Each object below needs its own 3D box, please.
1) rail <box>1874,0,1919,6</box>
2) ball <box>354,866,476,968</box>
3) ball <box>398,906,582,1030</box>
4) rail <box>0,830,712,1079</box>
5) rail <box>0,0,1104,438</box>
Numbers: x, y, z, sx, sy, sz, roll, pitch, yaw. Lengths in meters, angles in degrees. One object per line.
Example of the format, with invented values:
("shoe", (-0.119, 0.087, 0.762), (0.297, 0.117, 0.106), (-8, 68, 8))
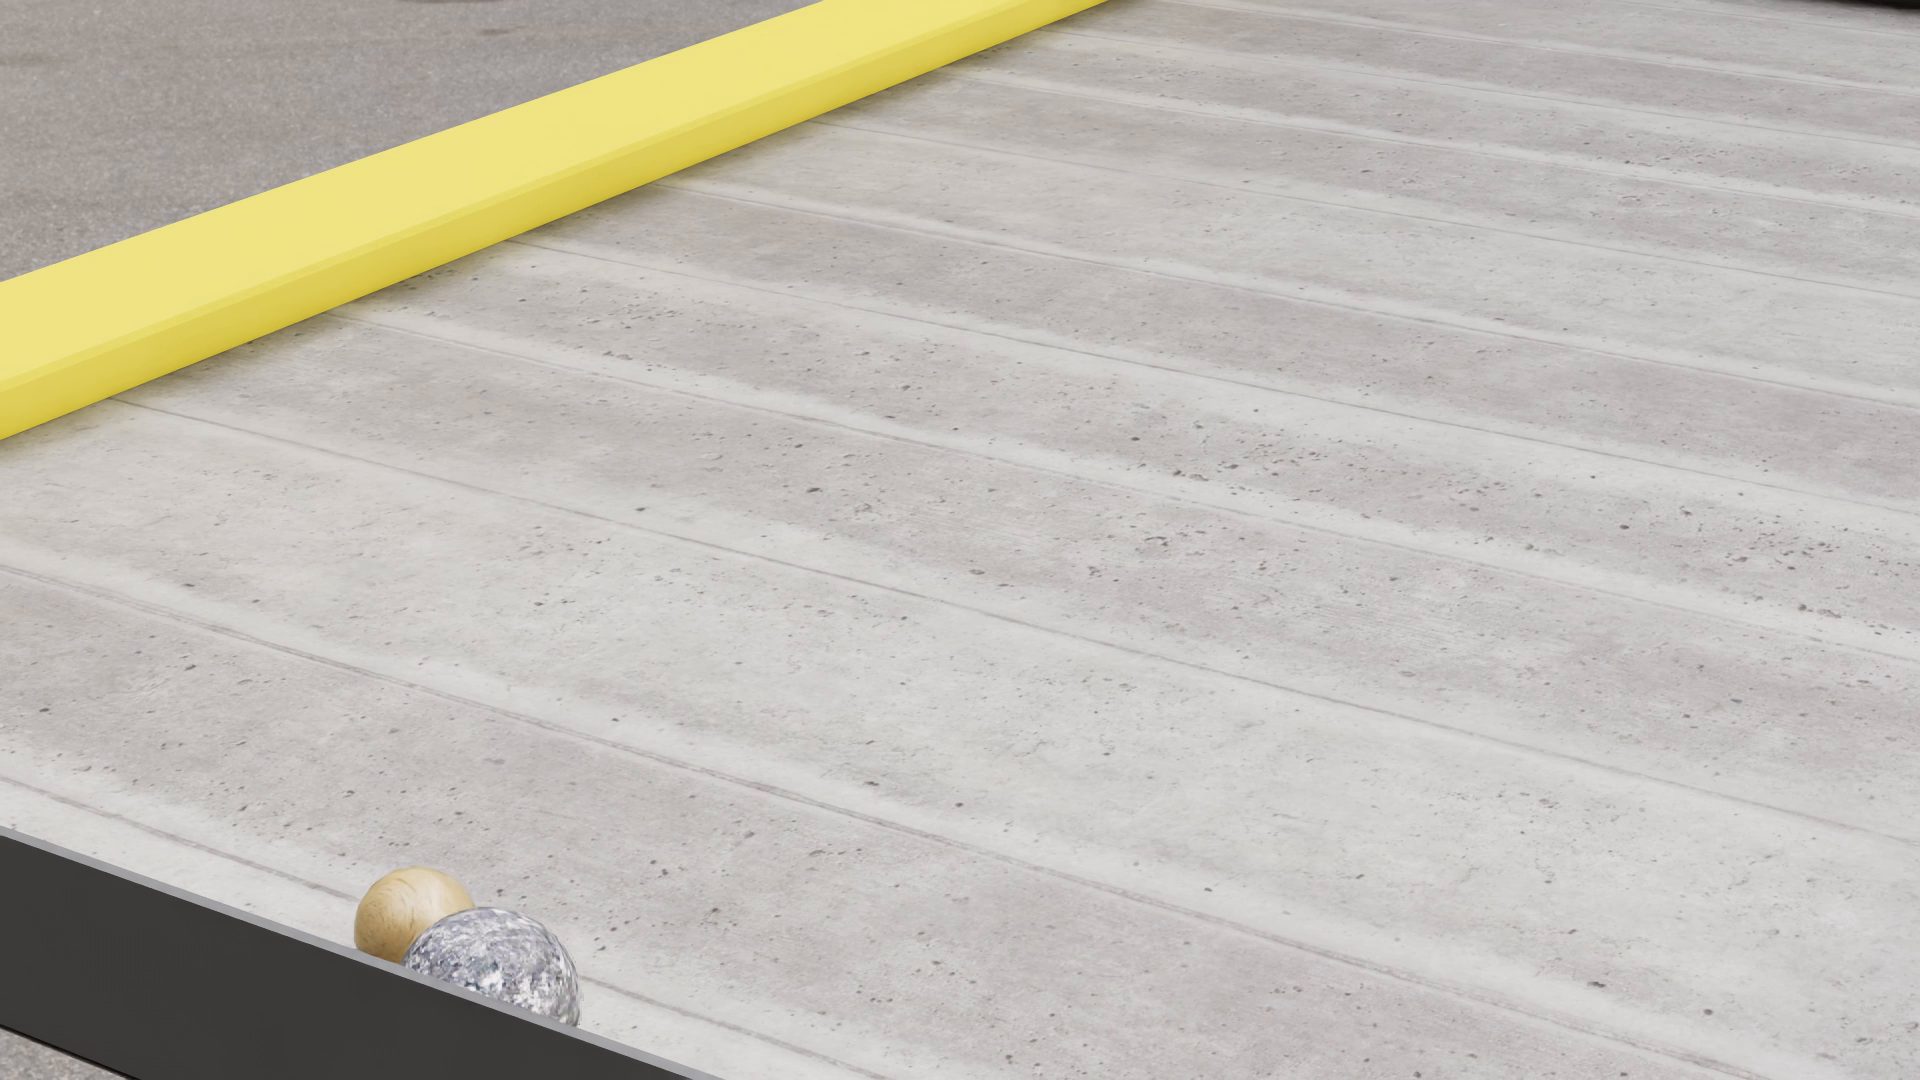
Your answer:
("rail", (1.093, -0.727, 3.641), (1.570, 0.119, 0.045), (13, 26, 28))
("ball", (-0.281, 0.201, 1.520), (0.064, 0.064, 0.064), (0, 23, 0))
("ball", (-0.230, 0.224, 1.428), (0.092, 0.092, 0.092), (0, 23, 0))
("rail", (-0.356, 0.212, 1.420), (1.570, 0.119, 0.045), (13, 26, 28))
("rail", (-0.284, -0.410, 2.892), (0.045, 0.119, 2.860), (13, 26, 28))
